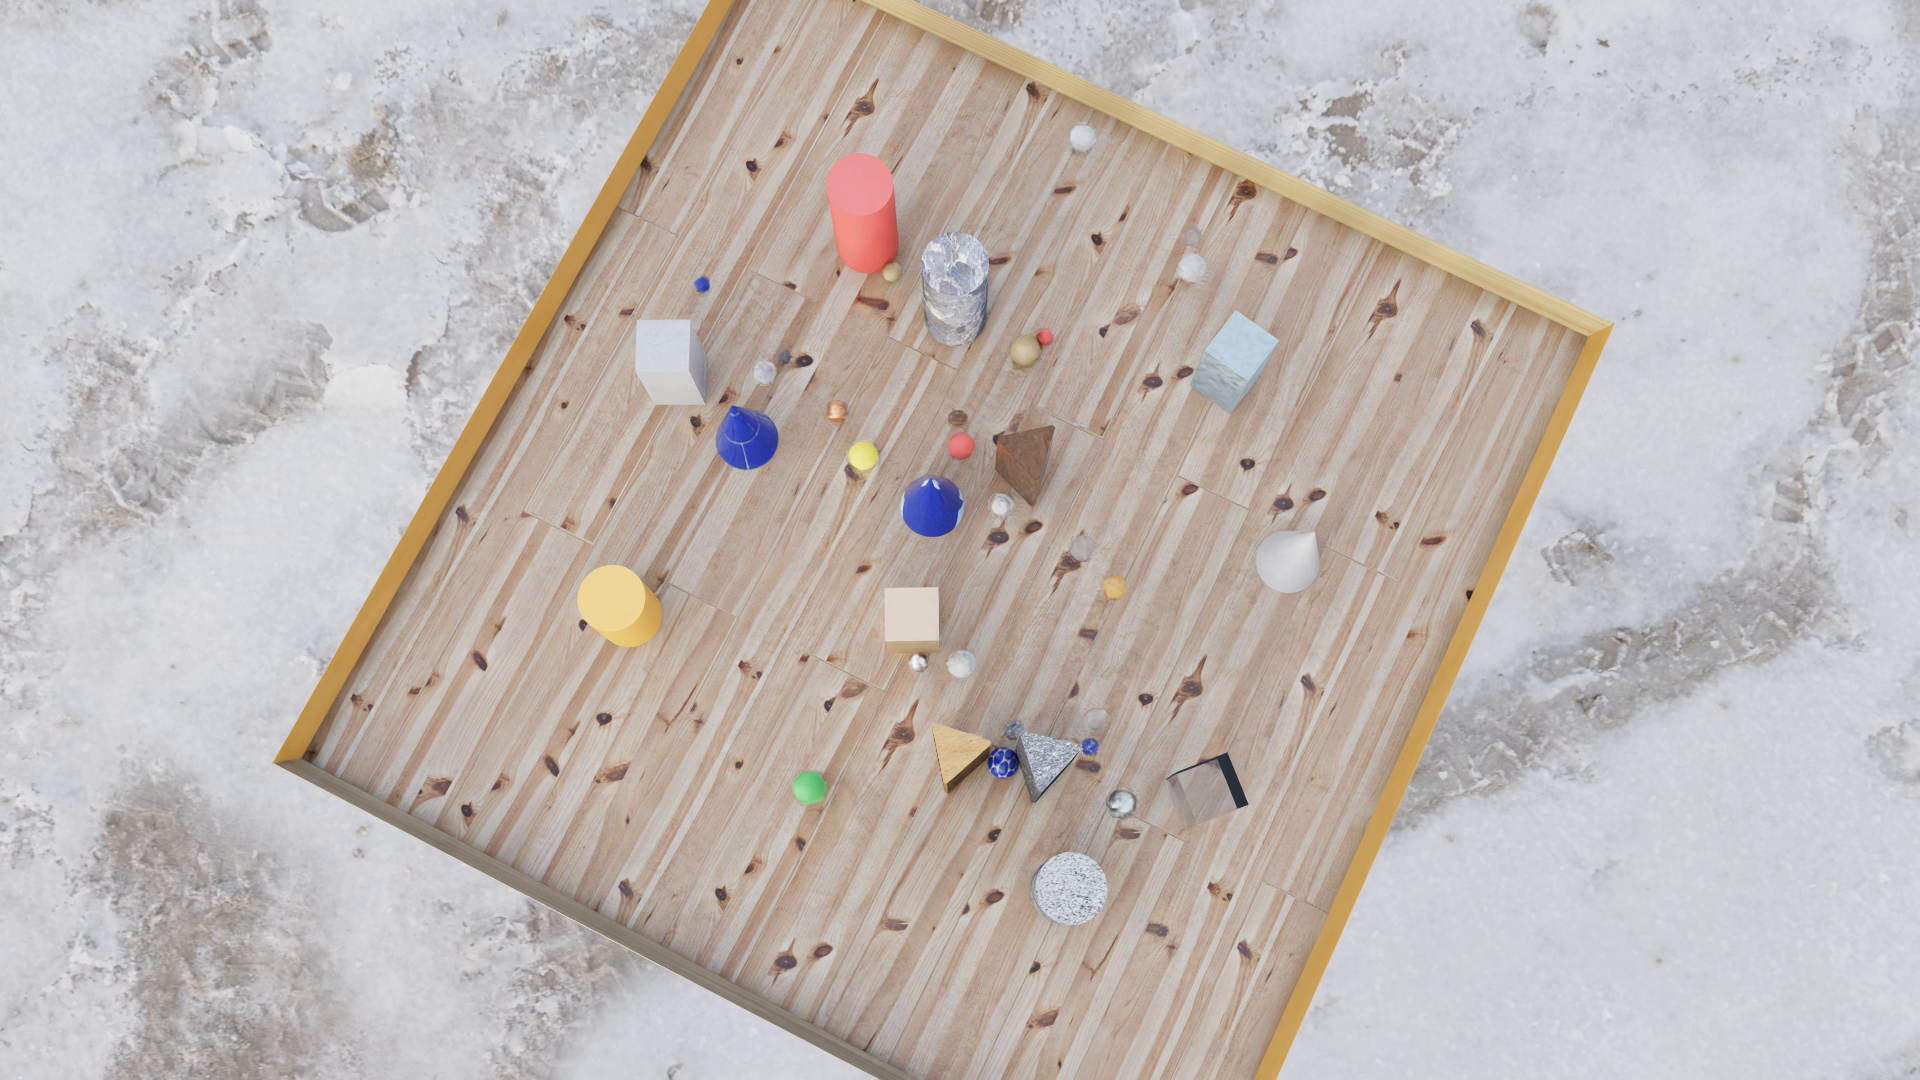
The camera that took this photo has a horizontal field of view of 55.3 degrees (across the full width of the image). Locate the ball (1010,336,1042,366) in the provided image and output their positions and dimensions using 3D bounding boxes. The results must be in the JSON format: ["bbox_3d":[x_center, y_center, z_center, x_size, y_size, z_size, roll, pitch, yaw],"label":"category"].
[{"bbox_3d":[0.204,-0.587,5.688,0.098,0.098,0.098,0,78,0],"label":"ball"}]

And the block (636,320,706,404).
[{"bbox_3d":[-0.870,-0.534,5.544,0.157,0.359,0.157,0,78,0],"label":"block"}]

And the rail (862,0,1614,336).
[{"bbox_3d":[0.660,-1.286,5.817,2.994,0.127,0.045,26,80,5],"label":"rail"}]

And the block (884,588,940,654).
[{"bbox_3d":[-0.140,0.241,5.442,0.157,0.245,0.157,-1,78,0],"label":"block"}]

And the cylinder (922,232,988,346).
[{"bbox_3d":[-0.014,-0.751,5.530,0.196,0.473,0.196,0,78,0],"label":"cylinder"}]

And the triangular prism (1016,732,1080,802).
[{"bbox_3d":[0.221,0.625,5.243,0.147,0.478,0.169,42,81,8],"label":"triangular prism"}]

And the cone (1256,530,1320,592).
[{"bbox_3d":[1.003,0.021,5.389,0.196,0.437,0.196,0,78,0],"label":"cone"}]

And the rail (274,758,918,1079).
[{"bbox_3d":[-0.660,1.300,5.282,2.994,0.127,0.045,26,80,5],"label":"rail"}]

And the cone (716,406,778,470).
[{"bbox_3d":[-0.660,-0.351,5.492,0.196,0.387,0.196,0,78,0],"label":"cone"}]

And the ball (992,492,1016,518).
[{"bbox_3d":[0.132,-0.107,5.601,0.074,0.074,0.074,0,78,0],"label":"ball"}]

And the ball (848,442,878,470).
[{"bbox_3d":[-0.296,-0.258,5.625,0.089,0.089,0.089,0,78,0],"label":"ball"}]

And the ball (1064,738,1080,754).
[{"bbox_3d":[0.332,0.616,5.462,0.053,0.053,0.053,0,78,0],"label":"ball"}]

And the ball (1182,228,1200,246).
[{"bbox_3d":[0.732,-0.957,5.786,0.056,0.056,0.056,0,78,0],"label":"ball"}]

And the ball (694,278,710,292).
[{"bbox_3d":[-0.811,-0.800,5.758,0.047,0.047,0.047,0,78,0],"label":"ball"}]

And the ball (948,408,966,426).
[{"bbox_3d":[-0.008,-0.378,5.667,0.055,0.055,0.055,0,78,0],"label":"ball"}]

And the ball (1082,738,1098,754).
[{"bbox_3d":[0.388,0.614,5.463,0.052,0.052,0.052,0,78,0],"label":"ball"}]

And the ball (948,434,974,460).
[{"bbox_3d":[0.004,-0.287,5.635,0.080,0.080,0.080,0,78,0],"label":"ball"}]

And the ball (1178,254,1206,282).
[{"bbox_3d":[0.727,-0.852,5.748,0.087,0.087,0.087,0,78,0],"label":"ball"}]

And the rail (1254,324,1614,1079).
[{"bbox_3d":[1.318,0.652,5.416,0.045,0.127,3.000,26,80,5],"label":"rail"}]

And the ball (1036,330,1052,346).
[{"bbox_3d":[0.261,-0.630,5.720,0.052,0.052,0.052,0,78,0],"label":"ball"}]

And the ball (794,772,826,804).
[{"bbox_3d":[-0.443,0.734,5.415,0.097,0.097,0.097,0,78,0],"label":"ball"}]

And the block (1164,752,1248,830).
[{"bbox_3d":[0.708,0.730,5.299,0.157,0.327,0.157,-20,79,-4],"label":"block"}]

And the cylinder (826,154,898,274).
[{"bbox_3d":[-0.292,-0.987,5.576,0.196,0.481,0.196,0,78,0],"label":"cylinder"}]

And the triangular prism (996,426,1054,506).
[{"bbox_3d":[0.220,-0.247,5.487,0.147,0.354,0.169,-42,81,-8],"label":"triangular prism"}]

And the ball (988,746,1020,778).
[{"bbox_3d":[0.128,0.661,5.432,0.093,0.093,0.093,0,78,0],"label":"ball"}]

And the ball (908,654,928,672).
[{"bbox_3d":[-0.124,0.370,5.510,0.058,0.058,0.058,0,78,0],"label":"ball"}]

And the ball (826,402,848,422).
[{"bbox_3d":[-0.380,-0.394,5.665,0.064,0.064,0.064,0,78,0],"label":"ball"}]

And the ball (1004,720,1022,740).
[{"bbox_3d":[0.158,0.568,5.469,0.058,0.058,0.058,0,78,0],"label":"ball"}]

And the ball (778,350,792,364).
[{"bbox_3d":[-0.546,-0.571,5.714,0.041,0.041,0.041,0,78,0],"label":"ball"}]

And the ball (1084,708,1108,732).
[{"bbox_3d":[0.406,0.535,5.470,0.069,0.069,0.069,0,78,0],"label":"ball"}]

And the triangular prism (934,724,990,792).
[{"bbox_3d":[-0.027,0.605,5.285,0.169,0.403,0.147,-41,81,-8],"label":"triangular prism"}]

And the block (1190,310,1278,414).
[{"bbox_3d":[0.826,-0.534,5.544,0.157,0.358,0.157,36,81,7],"label":"block"}]

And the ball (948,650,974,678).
[{"bbox_3d":[0.003,0.372,5.497,0.083,0.083,0.083,0,78,0],"label":"ball"}]

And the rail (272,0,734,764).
[{"bbox_3d":[-1.318,-0.639,5.683,0.045,0.127,3.000,26,80,5],"label":"rail"}]

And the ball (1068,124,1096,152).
[{"bbox_3d":[0.390,-1.280,5.838,0.086,0.086,0.086,0,78,0],"label":"ball"}]

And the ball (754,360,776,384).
[{"bbox_3d":[-0.606,-0.521,5.688,0.071,0.071,0.071,0,78,0],"label":"ball"}]

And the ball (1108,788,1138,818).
[{"bbox_3d":[0.482,0.776,5.412,0.086,0.086,0.086,0,78,0],"label":"ball"}]

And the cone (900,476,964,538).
[{"bbox_3d":[-0.085,-0.141,5.462,0.196,0.361,0.196,0,78,0],"label":"cone"}]

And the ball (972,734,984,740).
[{"bbox_3d":[0.050,0.600,5.469,0.045,0.045,0.045,0,78,0],"label":"ball"}]

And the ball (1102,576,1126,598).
[{"bbox_3d":[0.465,0.143,5.551,0.070,0.070,0.070,0,78,0],"label":"ball"}]

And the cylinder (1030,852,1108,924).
[{"bbox_3d":[0.304,0.992,5.199,0.196,0.416,0.196,0,78,0],"label":"cylinder"}]

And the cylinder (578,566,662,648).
[{"bbox_3d":[-1.003,0.198,5.420,0.196,0.304,0.196,0,78,0],"label":"cylinder"}]

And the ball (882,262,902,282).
[{"bbox_3d":[-0.213,-0.843,5.758,0.064,0.064,0.064,0,78,0],"label":"ball"}]

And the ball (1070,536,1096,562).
[{"bbox_3d":[0.373,0.027,5.572,0.076,0.076,0.076,0,78,0],"label":"ball"}]
